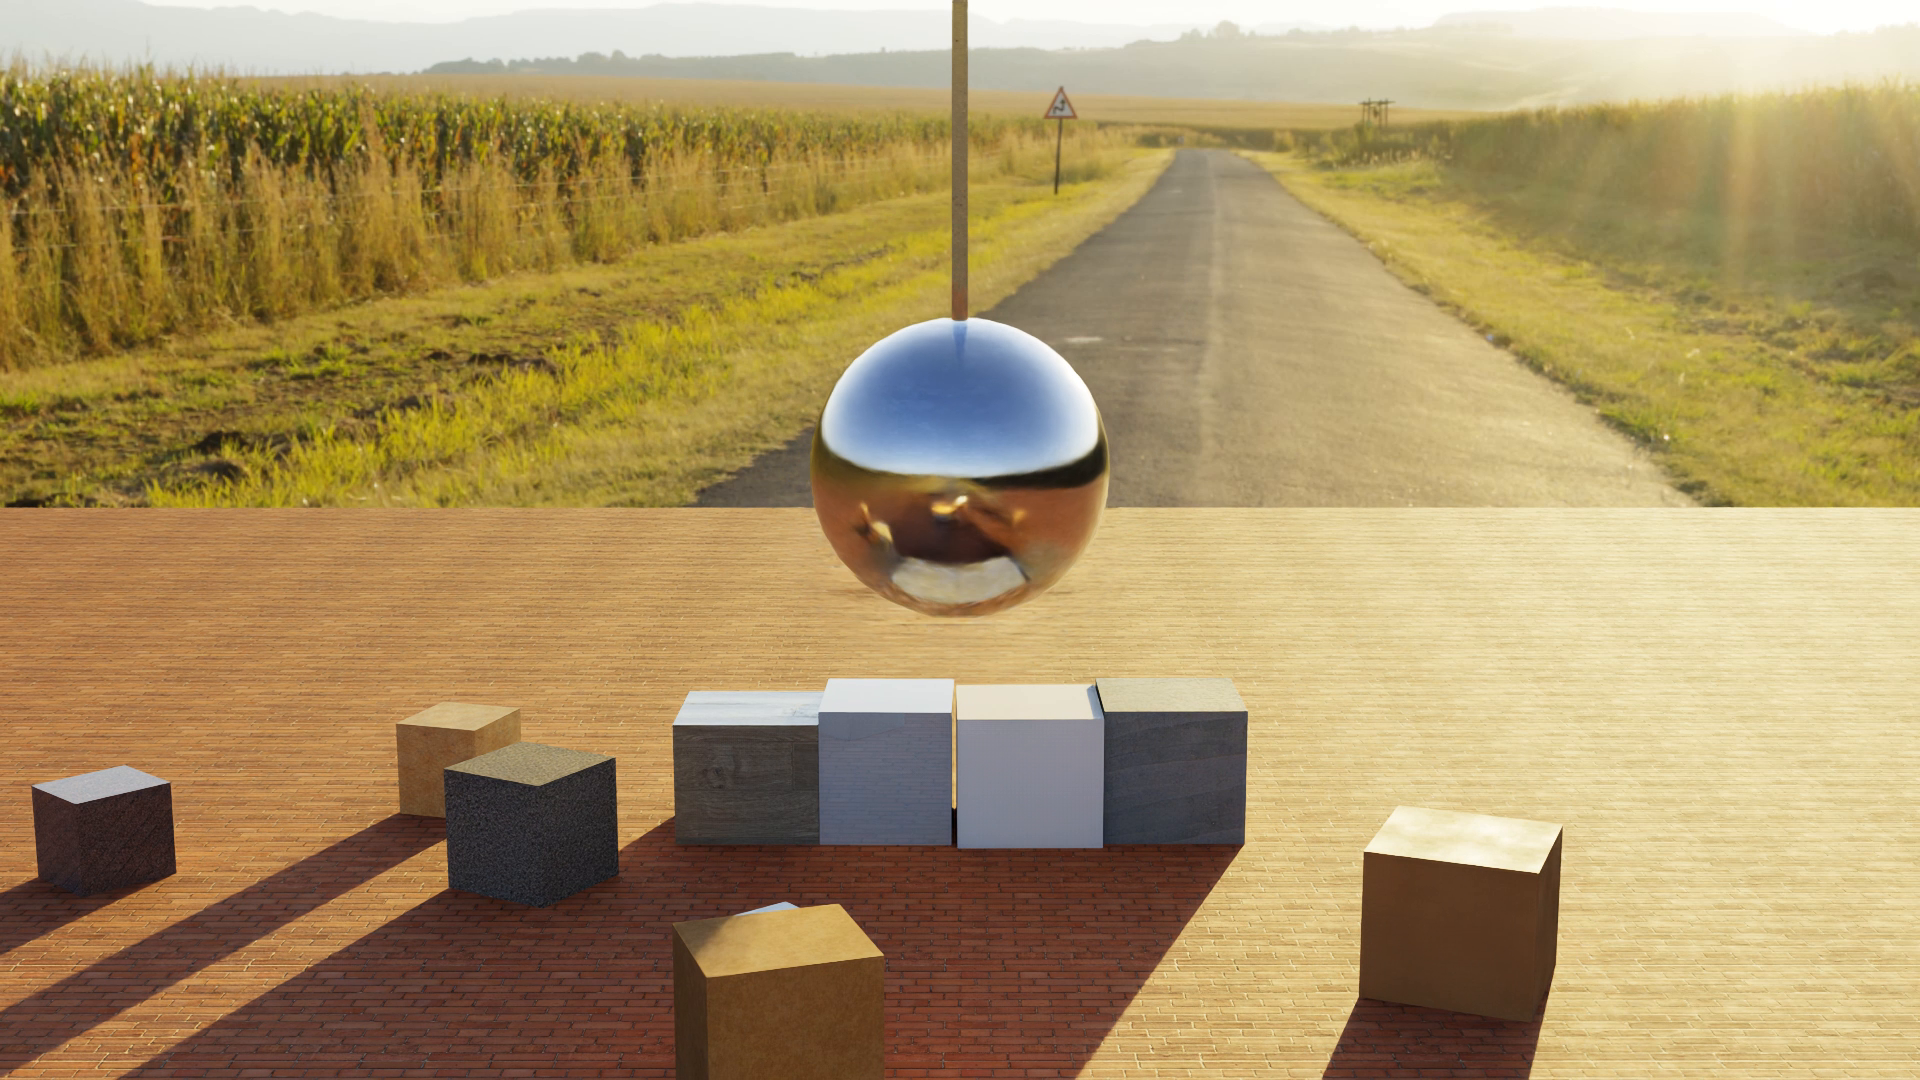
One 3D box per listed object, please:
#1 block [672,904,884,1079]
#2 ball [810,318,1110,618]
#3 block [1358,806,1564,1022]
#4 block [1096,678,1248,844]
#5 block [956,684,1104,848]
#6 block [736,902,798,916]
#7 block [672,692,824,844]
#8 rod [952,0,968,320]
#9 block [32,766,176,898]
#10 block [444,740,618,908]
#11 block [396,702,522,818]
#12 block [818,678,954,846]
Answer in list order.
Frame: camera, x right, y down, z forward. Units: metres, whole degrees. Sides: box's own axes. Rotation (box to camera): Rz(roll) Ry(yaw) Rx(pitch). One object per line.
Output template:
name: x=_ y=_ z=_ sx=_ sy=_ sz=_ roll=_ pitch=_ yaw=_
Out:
block: x=-0.672 y=1.767 z=8.079 sx=0.646 sy=0.633 sz=0.576 roll=-4 pitch=11 yaw=-19
ball: x=0.000 y=-0.381 z=11.697 sx=1.600 sy=1.600 sz=1.600 roll=0 pitch=10 yaw=0
block: x=2.113 y=1.554 z=9.254 sx=0.704 sy=0.631 sz=0.690 roll=4 pitch=11 yaw=22
block: x=1.080 y=1.134 z=11.395 sx=0.717 sy=0.692 sz=0.694 roll=0 pitch=10 yaw=0
block: x=0.349 y=1.157 z=11.333 sx=0.731 sy=0.669 sz=0.702 roll=0 pitch=10 yaw=-1
block: x=-0.739 y=1.750 z=8.853 sx=0.432 sy=0.390 sz=0.468 roll=-9 pitch=13 yaw=-39
block: x=-1.073 y=1.171 z=11.386 sx=0.726 sy=0.623 sz=0.683 roll=0 pitch=10 yaw=0
rod: x=0.000 y=-3.652 z=10.770 sx=0.080 sy=5.200 sz=0.080 roll=0 pitch=16 yaw=0
block: x=-4.126 y=1.397 z=10.604 sx=0.445 sy=0.457 sz=0.475 roll=9 pitch=14 yaw=41
block: x=-2.043 y=1.348 z=10.508 sx=0.581 sy=0.588 sz=0.558 roll=6 pitch=12 yaw=29
block: x=-2.665 y=1.175 z=11.735 sx=0.467 sy=0.489 sz=0.478 roll=3 pitch=11 yaw=17
block: x=-0.370 y=1.138 z=11.379 sx=0.665 sy=0.690 sz=0.690 roll=0 pitch=10 yaw=1
